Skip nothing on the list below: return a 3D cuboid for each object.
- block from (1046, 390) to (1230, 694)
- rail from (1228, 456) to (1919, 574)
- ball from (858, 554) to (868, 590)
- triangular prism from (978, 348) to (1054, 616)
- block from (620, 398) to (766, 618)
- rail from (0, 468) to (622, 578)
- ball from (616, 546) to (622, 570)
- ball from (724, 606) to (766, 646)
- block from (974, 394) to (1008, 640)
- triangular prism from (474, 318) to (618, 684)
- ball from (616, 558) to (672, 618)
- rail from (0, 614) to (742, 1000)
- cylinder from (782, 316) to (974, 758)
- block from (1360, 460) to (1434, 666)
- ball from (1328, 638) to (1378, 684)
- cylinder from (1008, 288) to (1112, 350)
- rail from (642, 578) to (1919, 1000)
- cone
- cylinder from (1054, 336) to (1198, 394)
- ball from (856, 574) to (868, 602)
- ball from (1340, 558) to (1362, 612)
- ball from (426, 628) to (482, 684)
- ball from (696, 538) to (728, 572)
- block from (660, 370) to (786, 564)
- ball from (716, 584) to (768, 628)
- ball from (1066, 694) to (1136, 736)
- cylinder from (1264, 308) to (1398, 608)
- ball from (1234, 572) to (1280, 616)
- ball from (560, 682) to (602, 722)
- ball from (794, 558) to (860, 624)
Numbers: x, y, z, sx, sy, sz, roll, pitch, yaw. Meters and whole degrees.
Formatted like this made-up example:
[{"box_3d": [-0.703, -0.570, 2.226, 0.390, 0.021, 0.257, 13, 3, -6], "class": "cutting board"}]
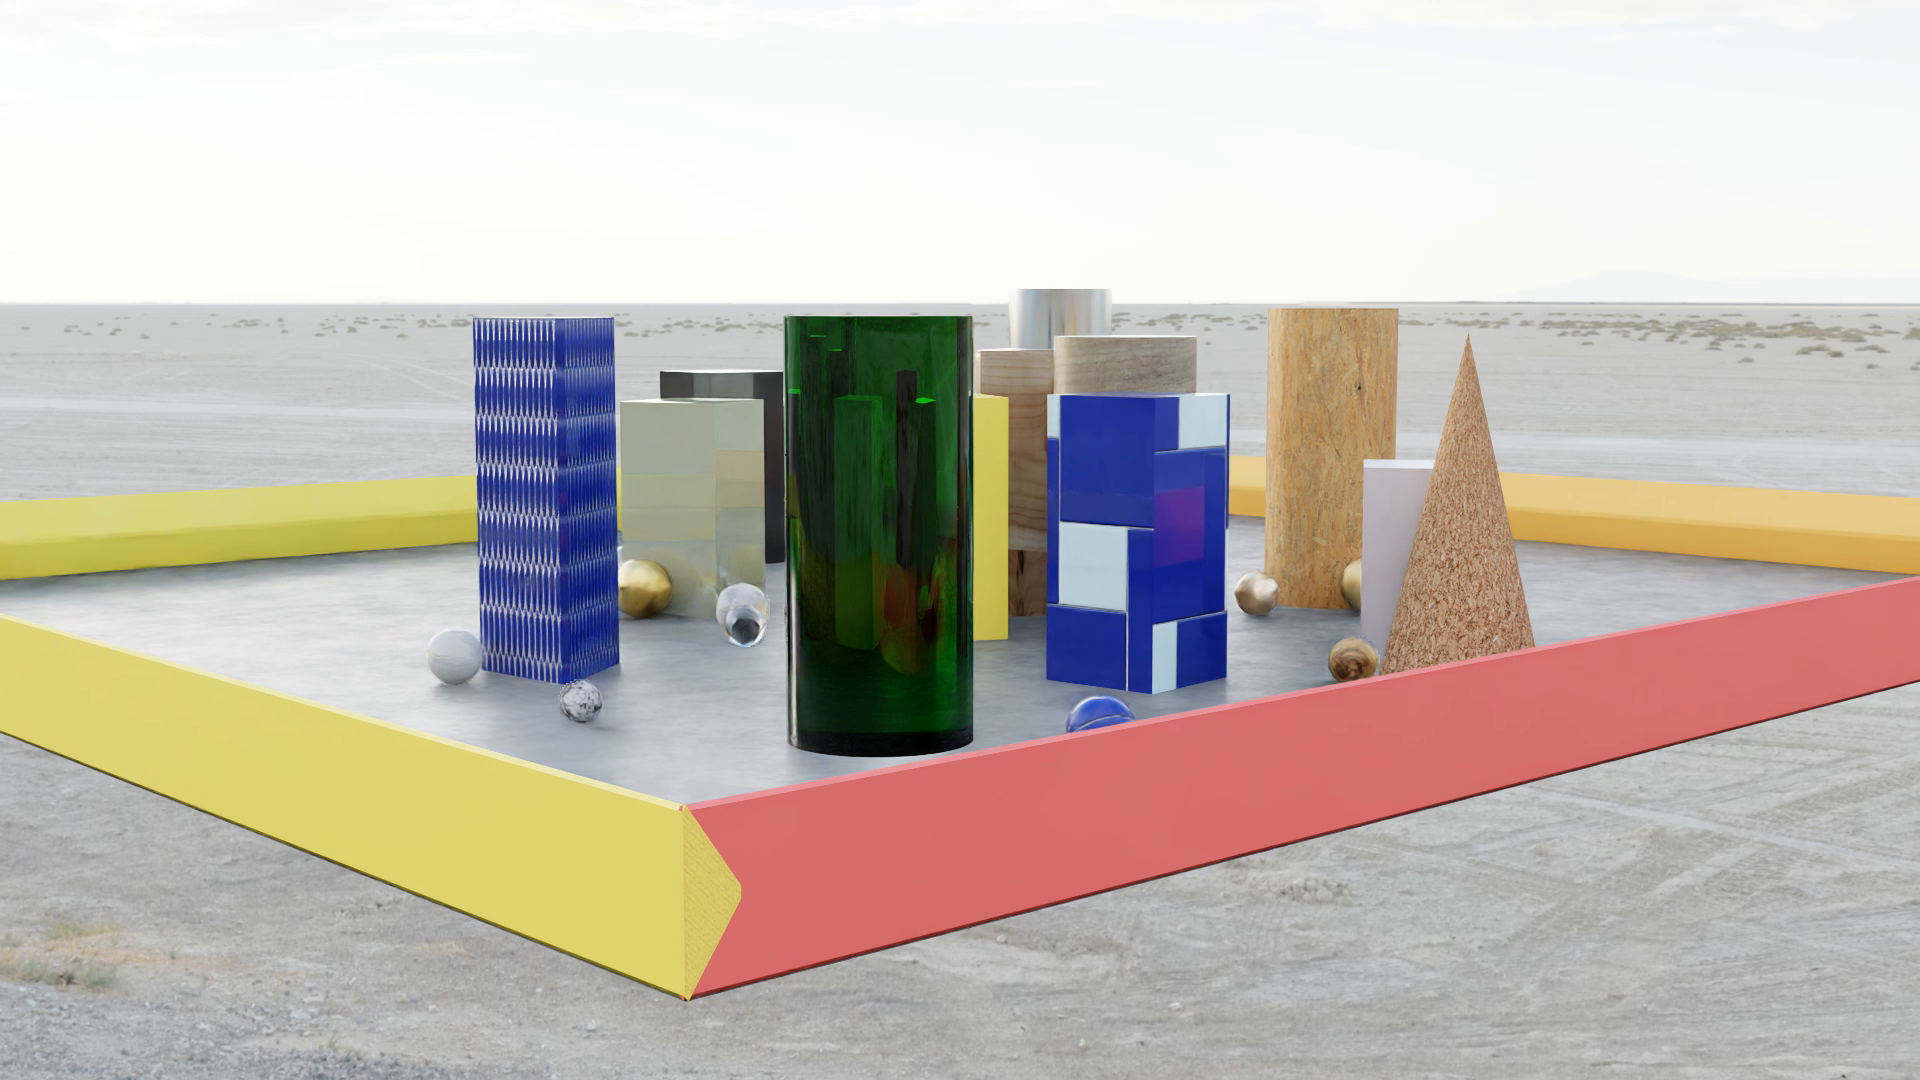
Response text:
[{"box_3d": [0.214, -0.003, 2.645, 0.156, 0.344, 0.156, 5, 8, 40], "class": "block"}, {"box_3d": [1.040, -0.067, 4.287, 0.045, 0.127, 2.597, -5, 8, -42], "class": "rail"}, {"box_3d": [-0.127, 0.050, 3.463, 0.068, 0.068, 0.068, 0, 6, 0], "class": "ball"}, {"box_3d": [0.089, -0.089, 3.262, 0.169, 0.386, 0.146, -2, 6, -14], "class": "triangular prism"}, {"box_3d": [-0.397, -0.053, 3.278, 0.156, 0.310, 0.156, 2, 6, 22], "class": "block"}, {"box_3d": [-0.865, -0.065, 4.264, 2.879, 0.127, 0.045, -5, 8, -42], "class": "rail"}, {"box_3d": [-0.497, 0.049, 3.369, 0.090, 0.090, 0.090, 0, 6, 0], "class": "ball"}, {"box_3d": [-0.285, 0.114, 2.912, 0.055, 0.055, 0.055, 0, 6, 0], "class": "ball"}, {"box_3d": [-0.032, -0.034, 3.019, 0.156, 0.327, 0.156, -2, 6, -16], "class": "block"}, {"box_3d": [-0.483, -0.056, 2.708, 0.169, 0.435, 0.146, 5, 8, 42], "class": "triangular prism"}, {"box_3d": [-0.460, 0.070, 3.179, 0.088, 0.088, 0.088, 0, 6, 0], "class": "ball"}, {"box_3d": [-1.040, 0.133, 2.377, 0.045, 0.127, 2.597, -5, 8, -42], "class": "rail"}, {"box_3d": [-0.083, -0.011, 2.267, 0.195, 0.438, 0.195, 0, 6, 0], "class": "cylinder"}, {"box_3d": [0.593, 0.027, 2.813, 0.156, 0.249, 0.156, 1, 6, 10], "class": "block"}, {"box_3d": [0.466, 0.144, 2.606, 0.058, 0.058, 0.058, 0, 6, 0], "class": "ball"}, {"box_3d": [0.190, -0.233, 4.173, 0.195, 0.483, 0.195, 0, 6, 0], "class": "cylinder"}, {"box_3d": [0.865, 0.131, 2.400, 2.879, 0.127, 0.045, -5, 8, -42], "class": "rail"}, {"box_3d": [0.574, -0.026, 2.506, 0.195, 0.419, 0.195, 0, 6, 0], "class": "cone"}, {"box_3d": [0.225, -0.075, 3.017, 0.195, 0.408, 0.195, 0, 6, 0], "class": "cylinder"}, {"box_3d": [-0.155, 0.073, 3.353, 0.044, 0.044, 0.044, 0, 6, 0], "class": "ball"}, {"box_3d": [0.601, 0.066, 3.234, 0.083, 0.083, 0.083, 0, 6, 0], "class": "ball"}, {"box_3d": [-0.603, 0.138, 2.624, 0.067, 0.067, 0.067, 0, 6, 0], "class": "ball"}, {"box_3d": [-0.423, 0.026, 3.748, 0.057, 0.057, 0.057, 0, 6, 0], "class": "ball"}, {"box_3d": [-0.418, -0.129, 3.880, 0.156, 0.337, 0.156, -5, 8, -41], "class": "block"}, {"box_3d": [-0.298, 0.095, 3.006, 0.073, 0.073, 0.073, 0, 6, 0], "class": "ball"}, {"box_3d": [0.138, 0.186, 2.151, 0.070, 0.070, 0.070, 0, 6, 0], "class": "ball"}, {"box_3d": [0.566, -0.129, 3.356, 0.195, 0.446, 0.195, 0, 6, 0], "class": "cylinder"}, {"box_3d": [0.433, 0.078, 3.205, 0.065, 0.065, 0.065, 0, 6, 0], "class": "ball"}, {"box_3d": [-0.409, 0.175, 2.377, 0.045, 0.045, 0.045, 0, 6, 0], "class": "ball"}, {"box_3d": [-0.188, 0.073, 3.116, 0.093, 0.093, 0.093, 0, 6, 0], "class": "ball"}]
